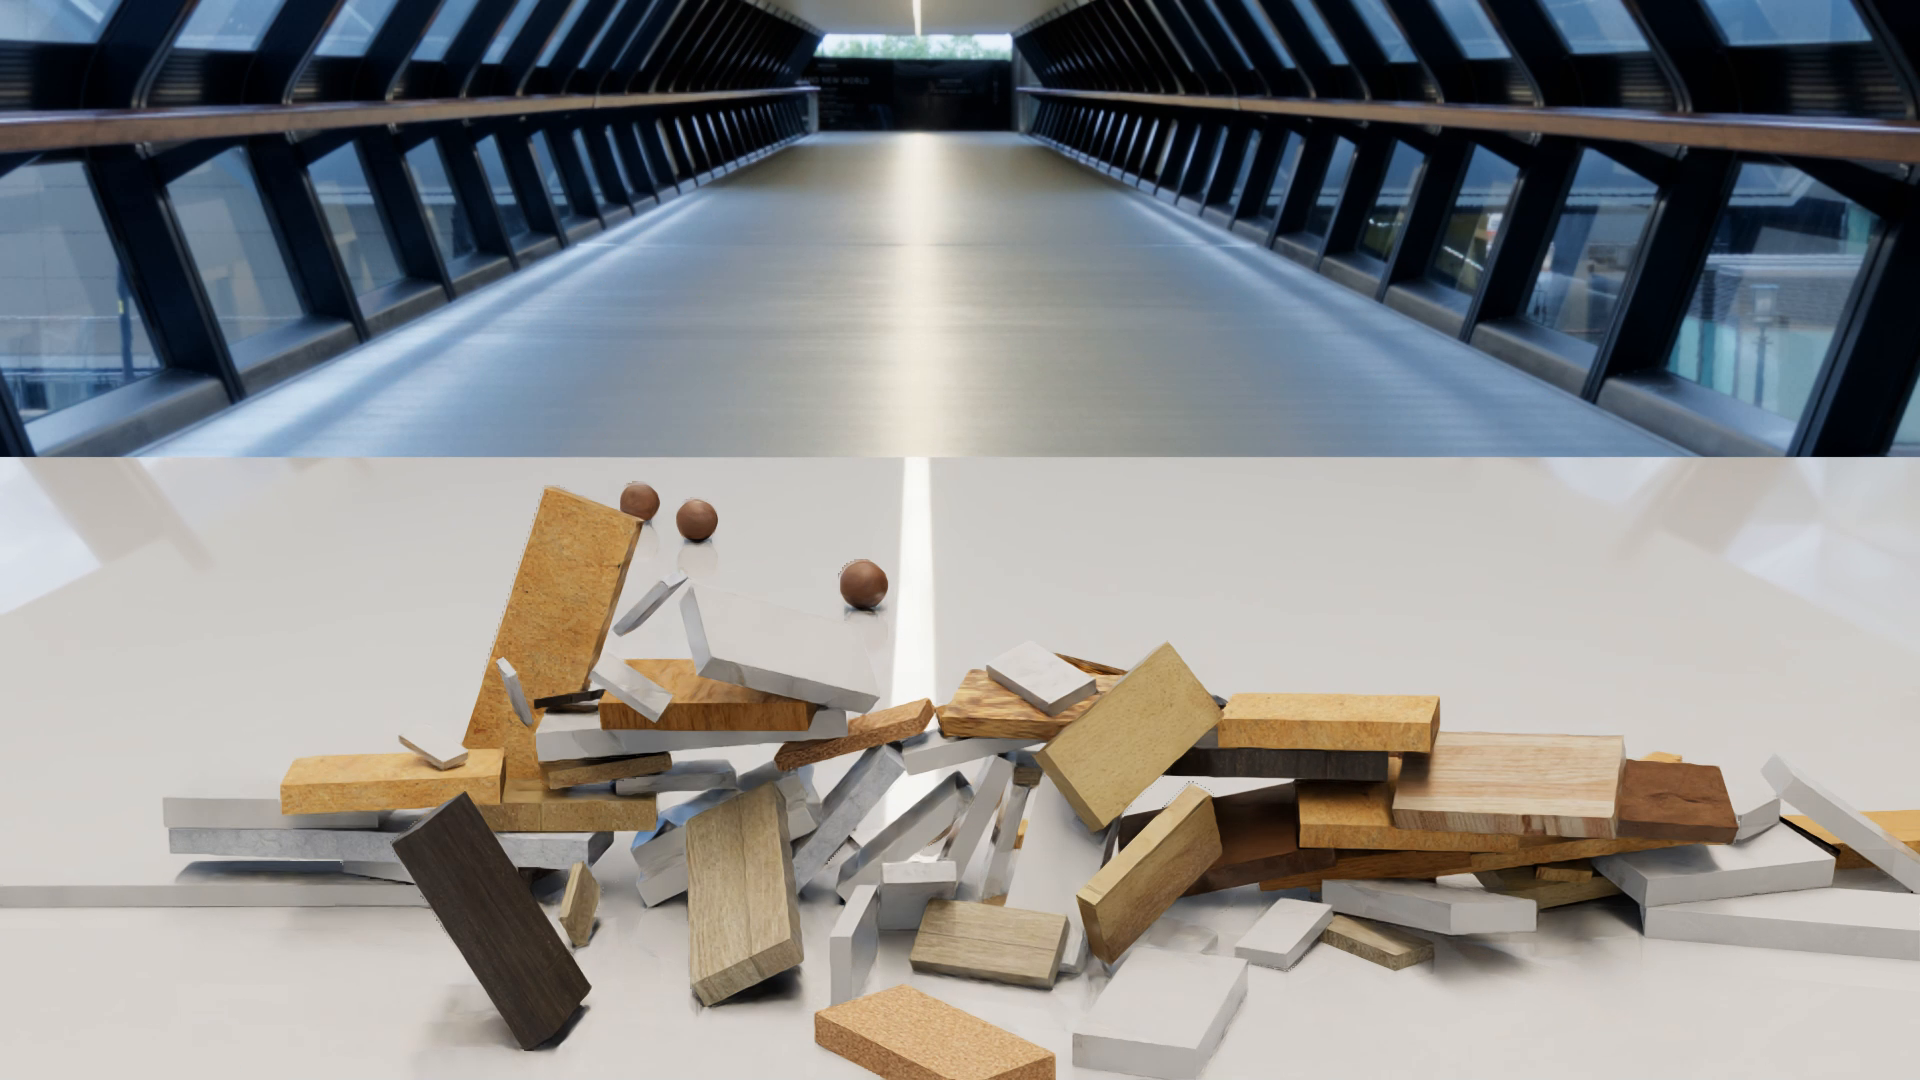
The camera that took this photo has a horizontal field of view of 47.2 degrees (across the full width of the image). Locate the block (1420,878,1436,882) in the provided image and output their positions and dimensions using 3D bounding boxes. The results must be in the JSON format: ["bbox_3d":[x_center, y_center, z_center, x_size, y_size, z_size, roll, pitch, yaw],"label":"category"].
[{"bbox_3d":[0.773,0.548,3.758,0.014,0.049,0.099,-7,13,-34],"label":"block"}]

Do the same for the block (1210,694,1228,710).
[{"bbox_3d":[0.307,0.285,3.698,0.282,0.031,0.108,0,5,-8],"label":"block"}]

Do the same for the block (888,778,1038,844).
[{"bbox_3d":[0.012,0.493,4.121,0.090,0.026,0.414,6,12,29],"label":"block"}]

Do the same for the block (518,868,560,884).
[{"bbox_3d":[-0.814,0.543,3.824,0.256,0.036,0.128,5,11,23],"label":"block"}]

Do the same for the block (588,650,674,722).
[{"bbox_3d":[-0.519,0.231,3.467,0.128,0.018,0.064,34,28,-5],"label":"block"}]

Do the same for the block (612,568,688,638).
[{"bbox_3d":[-0.479,0.098,3.402,0.128,0.018,0.064,-43,-4,25],"label":"block"}]

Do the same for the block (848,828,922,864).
[{"bbox_3d":[-0.133,0.546,3.848,0.075,0.021,0.190,-4,11,-20],"label":"block"}]

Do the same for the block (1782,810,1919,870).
[{"bbox_3d":[1.375,0.534,3.847,0.947,0.046,0.162,-1,11,-8],"label":"block"}]

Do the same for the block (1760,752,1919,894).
[{"bbox_3d":[1.498,0.480,3.703,0.298,0.042,0.149,35,13,0],"label":"block"}]

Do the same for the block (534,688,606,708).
[{"bbox_3d":[-0.656,0.267,3.702,0.109,0.015,0.054,-10,-1,20],"label":"block"}]

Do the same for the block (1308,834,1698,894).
[{"bbox_3d":[0.898,0.481,3.624,0.657,0.037,0.132,-10,32,16],"label":"block"}]

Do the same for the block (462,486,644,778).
[{"bbox_3d":[-0.722,0.212,3.815,0.171,0.583,0.048,20,7,7],"label":"block"}]

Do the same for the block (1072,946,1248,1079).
[{"bbox_3d":[0.289,0.667,3.117,0.171,0.048,0.341,3,11,19],"label":"block"}]

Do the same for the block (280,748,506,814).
[{"bbox_3d":[-0.923,0.394,3.603,0.342,0.048,0.171,-2,10,-9],"label":"block"}]

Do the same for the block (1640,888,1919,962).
[{"bbox_3d":[1.319,0.598,3.491,0.451,0.049,0.173,3,11,14],"label":"block"}]

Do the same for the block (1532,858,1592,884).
[{"bbox_3d":[0.988,0.502,3.648,0.088,0.025,0.176,5,29,3],"label":"block"}]

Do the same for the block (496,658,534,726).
[{"bbox_3d":[-0.740,0.253,3.657,0.015,0.109,0.054,-27,39,-20],"label":"block"}]

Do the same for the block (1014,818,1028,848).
[{"bbox_3d":[0.167,0.531,3.914,0.181,0.026,0.090,5,12,26],"label":"block"}]

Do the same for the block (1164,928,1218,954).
[{"bbox_3d":[0.357,0.630,3.409,0.056,0.016,0.112,5,11,24],"label":"block"}]

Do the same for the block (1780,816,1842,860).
[{"bbox_3d":[1.403,0.511,3.728,0.155,0.077,0.022,31,59,15],"label":"block"}]

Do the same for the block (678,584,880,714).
[{"bbox_3d":[-0.289,0.177,3.541,0.320,0.045,0.160,16,36,-34],"label":"block"}]

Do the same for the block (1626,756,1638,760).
[{"bbox_3d":[0.973,0.400,3.540,0.265,0.037,0.132,3,35,-2],"label":"block"}]

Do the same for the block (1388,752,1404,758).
[{"bbox_3d":[0.838,0.449,3.957,0.346,0.173,0.049,1,11,7],"label":"block"}]

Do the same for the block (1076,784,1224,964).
[{"bbox_3d":[0.290,0.504,3.329,0.038,0.134,0.268,24,52,40],"label":"block"}]

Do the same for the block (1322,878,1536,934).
[{"bbox_3d":[0.727,0.569,3.432,0.162,0.046,0.324,3,-3,-26],"label":"block"}]

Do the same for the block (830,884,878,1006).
[{"bbox_3d":[-0.157,0.605,3.284,0.031,0.111,0.221,1,11,8],"label":"block"}]

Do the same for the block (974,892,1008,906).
[{"bbox_3d":[0.075,0.597,3.589,0.112,0.016,0.056,-9,14,-40],"label":"block"}]

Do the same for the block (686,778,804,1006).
[{"bbox_3d":[-0.337,0.535,3.397,0.160,0.045,0.478,-26,24,3],"label":"block"}]

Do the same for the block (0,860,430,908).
[{"bbox_3d":[-1.319,0.572,3.664,1.006,0.036,0.128,0,10,-1],"label":"block"}]

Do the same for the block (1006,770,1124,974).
[{"bbox_3d":[0.169,0.474,3.425,0.134,0.402,0.038,4,-32,22],"label":"block"}]

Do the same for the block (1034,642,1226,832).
[{"bbox_3d":[0.267,0.305,3.432,0.298,0.149,0.042,-38,1,-31],"label":"block"}]

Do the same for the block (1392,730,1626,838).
[{"bbox_3d":[0.864,0.382,3.461,0.337,0.048,0.168,-1,43,25],"label":"block"}]

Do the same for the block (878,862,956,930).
[{"bbox_3d":[-0.071,0.554,3.418,0.111,0.031,0.221,-1,-28,-7],"label":"block"}]

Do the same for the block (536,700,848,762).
[{"bbox_3d":[-0.442,0.302,3.679,0.507,0.048,0.171,-4,12,-2],"label":"block"}]

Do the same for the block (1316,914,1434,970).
[{"bbox_3d":[0.642,0.623,3.423,0.088,0.025,0.176,-8,13,-36],"label":"block"}]

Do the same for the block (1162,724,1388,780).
[{"bbox_3d":[0.442,0.342,3.611,0.498,0.048,0.168,1,11,5],"label":"block"}]
